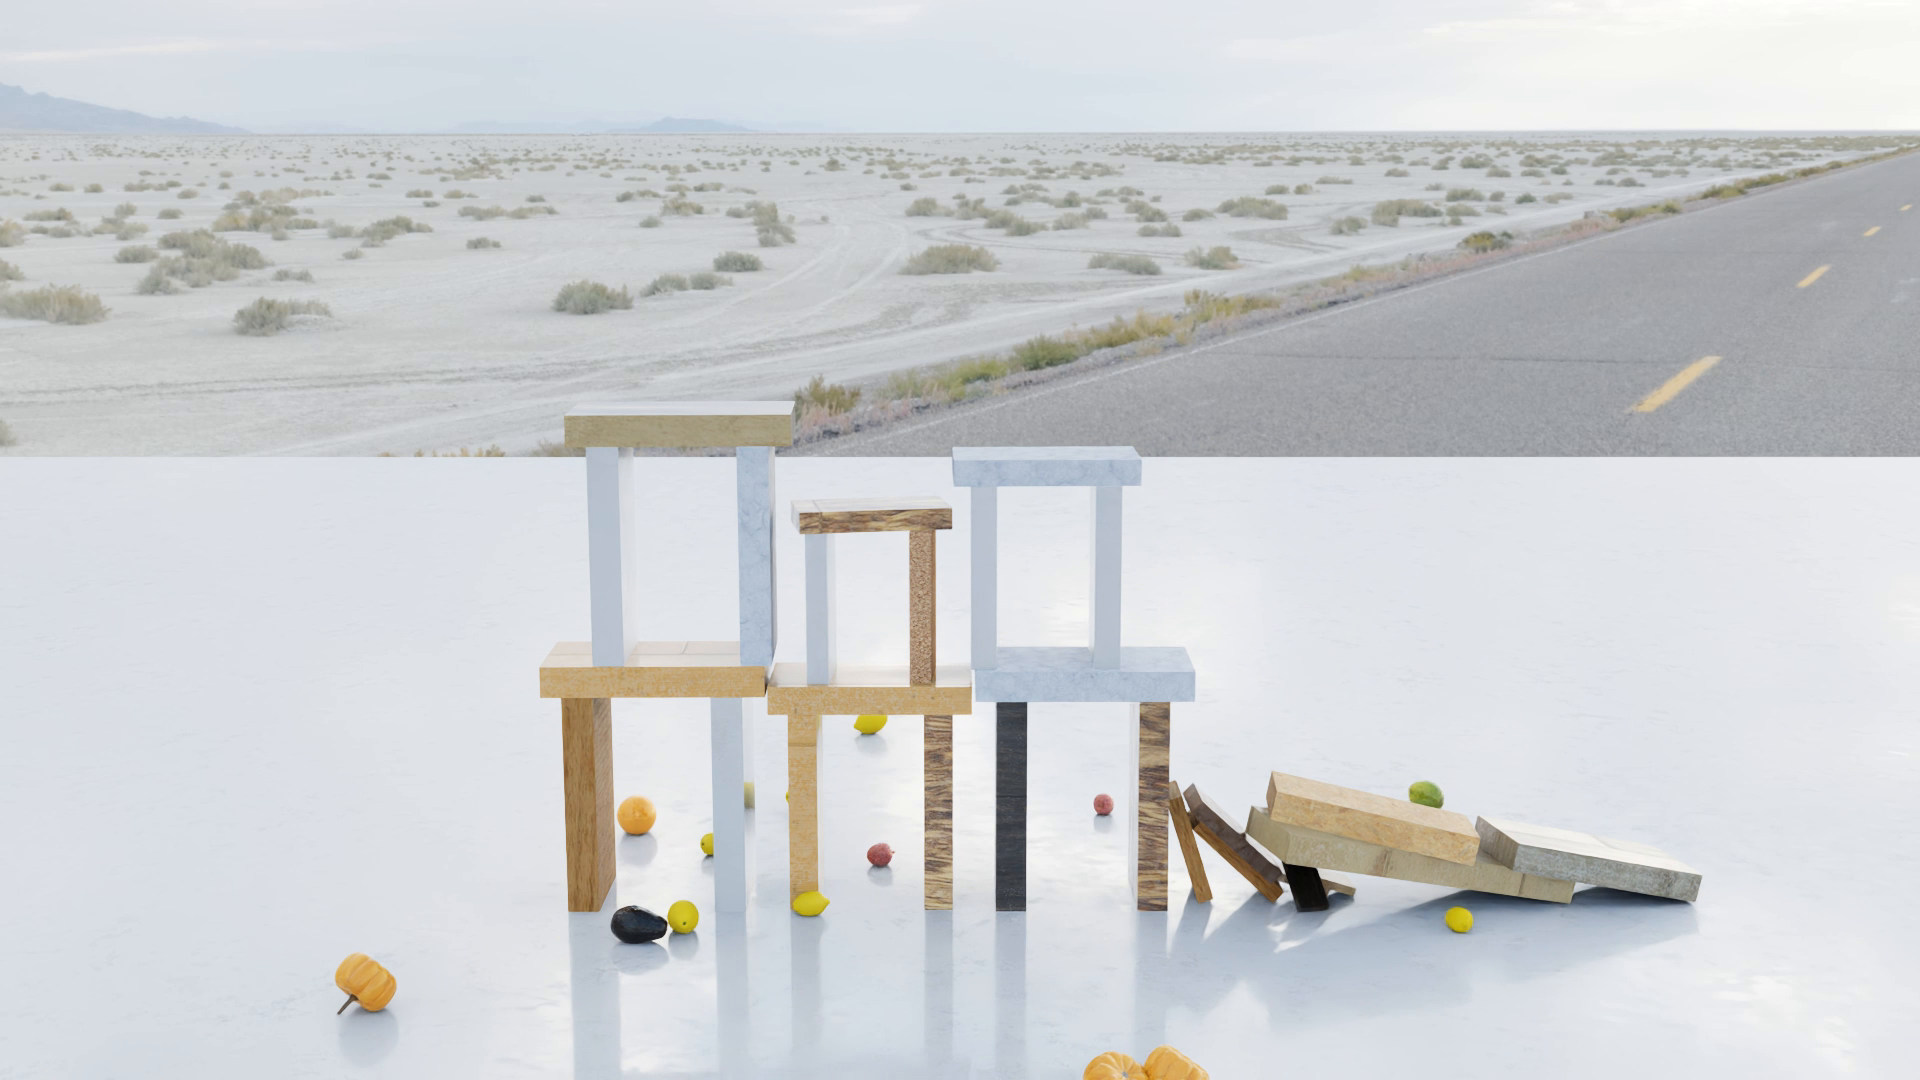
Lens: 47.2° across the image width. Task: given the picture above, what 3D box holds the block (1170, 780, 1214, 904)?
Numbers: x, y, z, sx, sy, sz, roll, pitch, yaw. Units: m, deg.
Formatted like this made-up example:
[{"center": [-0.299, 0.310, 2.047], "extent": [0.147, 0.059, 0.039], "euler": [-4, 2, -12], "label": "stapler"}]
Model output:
[{"center": [0.377, 0.500, 3.650], "extent": [0.026, 0.185, 0.092], "euler": [-17, 10, 3], "label": "block"}]

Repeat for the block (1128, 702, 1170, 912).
[{"center": [0.312, 0.416, 3.640], "extent": [0.050, 0.352, 0.176], "euler": [0, 11, -1], "label": "block"}]

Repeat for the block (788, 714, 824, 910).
[{"center": [-0.254, 0.428, 3.643], "extent": [0.047, 0.329, 0.164], "euler": [0, 11, 0], "label": "block"}]

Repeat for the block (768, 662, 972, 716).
[{"center": [-0.145, 0.243, 3.609], "extent": [0.329, 0.047, 0.164], "euler": [0, 11, 0], "label": "block"}]

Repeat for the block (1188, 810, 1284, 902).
[{"center": [0.456, 0.519, 3.654], "extent": [0.185, 0.026, 0.092], "euler": [43, 7, -8], "label": "block"}]

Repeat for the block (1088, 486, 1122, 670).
[{"center": [0.236, 0.048, 3.572], "extent": [0.042, 0.297, 0.149], "euler": [0, 11, 0], "label": "block"}]

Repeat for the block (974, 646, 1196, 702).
[{"center": [0.201, 0.219, 3.603], "extent": [0.352, 0.050, 0.176], "euler": [0, 11, 0], "label": "block"}]

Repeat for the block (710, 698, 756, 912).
[{"center": [-0.374, 0.413, 3.639], "extent": [0.051, 0.359, 0.180], "euler": [0, 11, 0], "label": "block"}]

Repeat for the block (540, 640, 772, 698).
[{"center": [-0.493, 0.211, 3.603], "extent": [0.359, 0.051, 0.180], "euler": [0, 11, -1], "label": "block"}]

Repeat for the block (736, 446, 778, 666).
[{"center": [-0.328, 0.012, 3.569], "extent": [0.050, 0.354, 0.177], "euler": [0, 11, -2], "label": "block"}]

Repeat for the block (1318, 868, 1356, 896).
[{"center": [0.606, 0.564, 3.667], "extent": [0.102, 0.014, 0.051], "euler": [18, 13, -14], "label": "block"}]

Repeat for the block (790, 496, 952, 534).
[{"center": [-0.145, -0.041, 3.567], "extent": [0.247, 0.035, 0.123], "euler": [-2, 11, -10], "label": "block"}]

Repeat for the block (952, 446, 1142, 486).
[{"center": [0.137, -0.119, 3.545], "extent": [0.297, 0.042, 0.148], "euler": [0, 11, -1], "label": "block"}]

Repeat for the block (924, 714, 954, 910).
[{"center": [-0.035, 0.428, 3.643], "extent": [0.047, 0.329, 0.164], "euler": [0, 11, 0], "label": "block"}]

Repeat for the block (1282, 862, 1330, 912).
[{"center": [0.566, 0.562, 3.609], "extent": [0.051, 0.014, 0.102], "euler": [-3, 52, -15], "label": "block"}]

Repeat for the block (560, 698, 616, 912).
[{"center": [-0.613, 0.413, 3.639], "extent": [0.051, 0.359, 0.180], "euler": [0, 11, 0], "label": "block"}]

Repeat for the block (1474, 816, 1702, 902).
[{"center": [1.041, 0.529, 3.660], "extent": [0.331, 0.047, 0.166], "euler": [11, 7, -12], "label": "block"}]

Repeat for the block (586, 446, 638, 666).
[{"center": [-0.563, 0.012, 3.567], "extent": [0.050, 0.354, 0.177], "euler": [0, 11, -1], "label": "block"}]

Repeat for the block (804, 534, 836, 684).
[{"center": [-0.226, 0.100, 3.579], "extent": [0.035, 0.247, 0.123], "euler": [0, 11, 3], "label": "block"}]

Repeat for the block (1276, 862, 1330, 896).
[{"center": [0.563, 0.563, 3.668], "extent": [0.102, 0.014, 0.051], "euler": [19, 13, -13], "label": "block"}]

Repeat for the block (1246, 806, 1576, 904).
[{"center": [0.742, 0.518, 3.621], "extent": [0.522, 0.047, 0.166], "euler": [10, 7, -17], "label": "block"}]

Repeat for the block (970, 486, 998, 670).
[{"center": [0.038, 0.048, 3.572], "extent": [0.042, 0.297, 0.149], "euler": [0, 11, 0], "label": "block"}]

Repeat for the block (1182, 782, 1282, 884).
[{"center": [0.447, 0.481, 3.610], "extent": [0.185, 0.026, 0.092], "euler": [42, 7, -12], "label": "block"}]

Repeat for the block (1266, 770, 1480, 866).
[{"center": [0.674, 0.455, 3.613], "extent": [0.331, 0.047, 0.166], "euler": [13, 7, 4], "label": "block"}]

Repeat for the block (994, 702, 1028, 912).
[{"center": [0.083, 0.416, 3.640], "extent": [0.050, 0.352, 0.176], "euler": [0, 11, 0], "label": "block"}]

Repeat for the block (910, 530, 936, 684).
[{"center": [-0.060, 0.099, 3.584], "extent": [0.035, 0.247, 0.123], "euler": [1, 11, 3], "label": "block"}]

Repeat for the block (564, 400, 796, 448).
[{"center": [-0.445, -0.187, 3.534], "extent": [0.354, 0.050, 0.177], "euler": [0, 11, -2], "label": "block"}]
